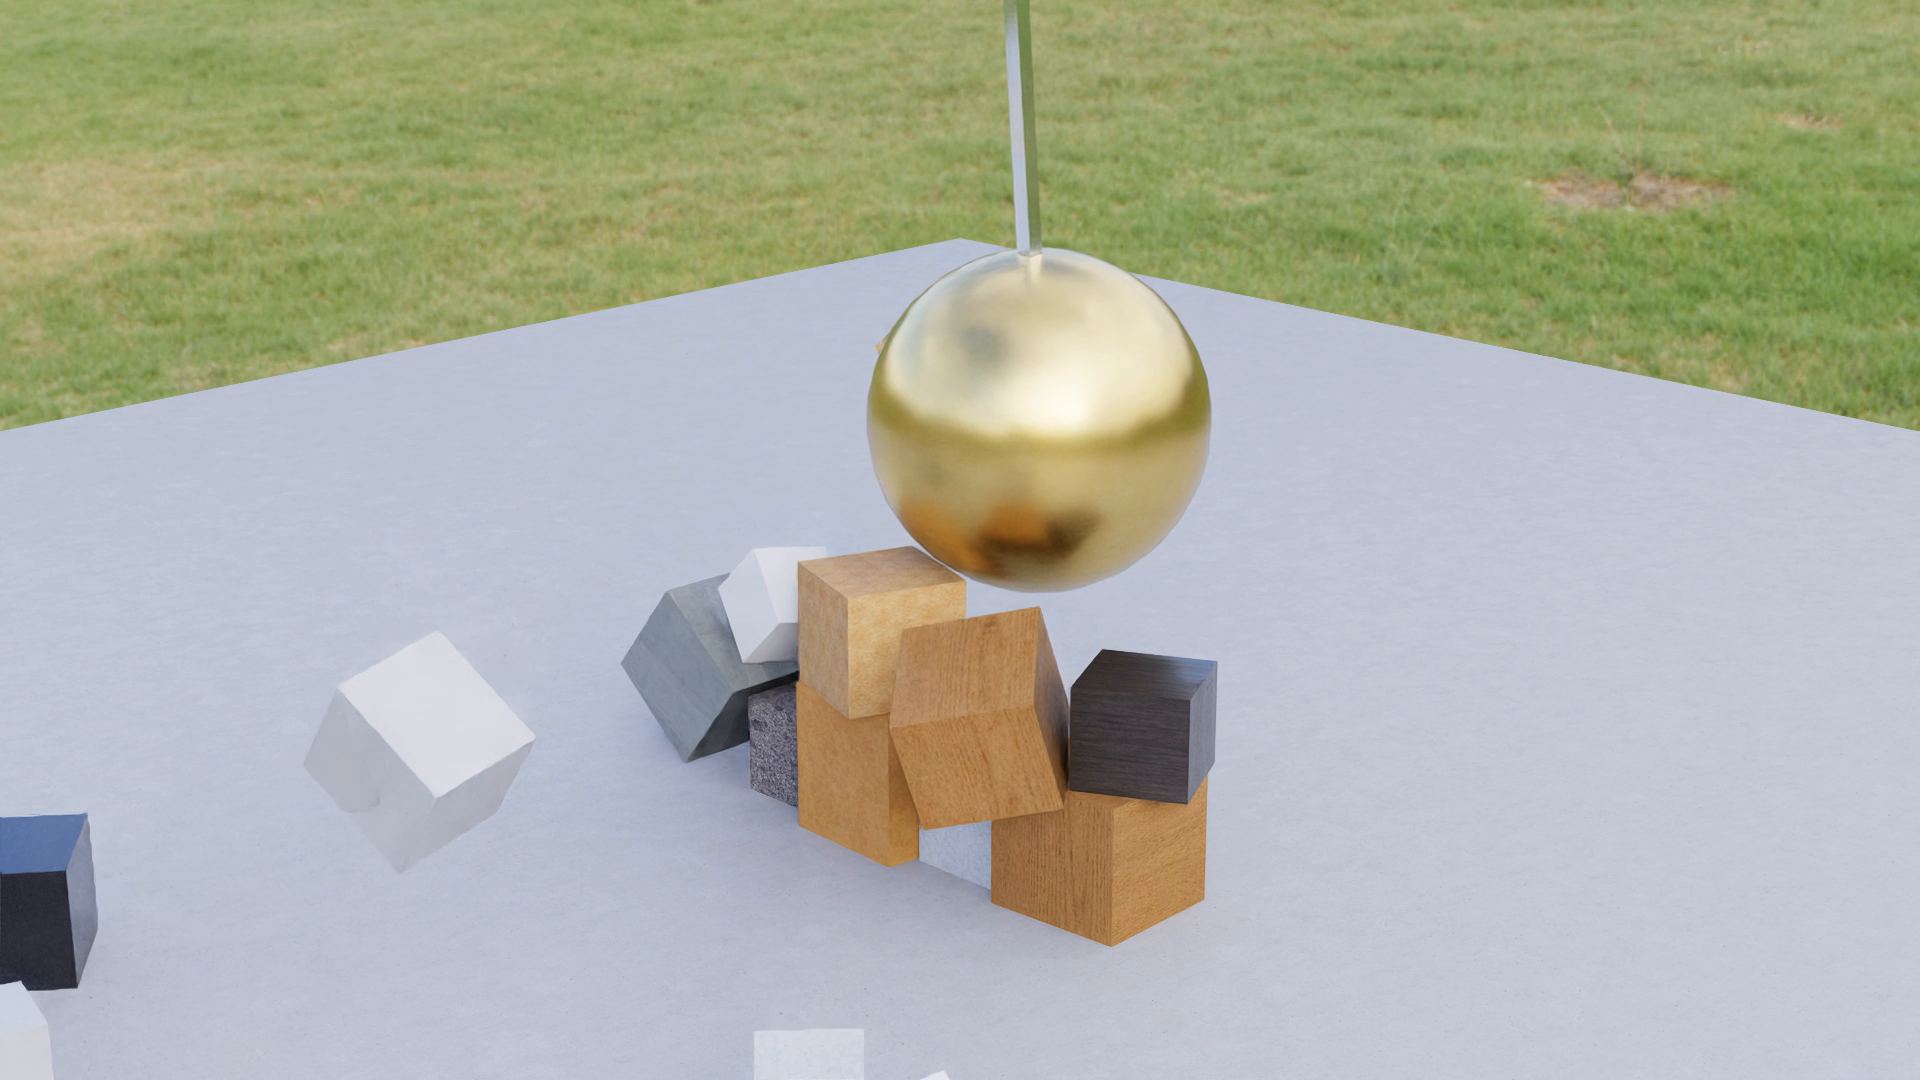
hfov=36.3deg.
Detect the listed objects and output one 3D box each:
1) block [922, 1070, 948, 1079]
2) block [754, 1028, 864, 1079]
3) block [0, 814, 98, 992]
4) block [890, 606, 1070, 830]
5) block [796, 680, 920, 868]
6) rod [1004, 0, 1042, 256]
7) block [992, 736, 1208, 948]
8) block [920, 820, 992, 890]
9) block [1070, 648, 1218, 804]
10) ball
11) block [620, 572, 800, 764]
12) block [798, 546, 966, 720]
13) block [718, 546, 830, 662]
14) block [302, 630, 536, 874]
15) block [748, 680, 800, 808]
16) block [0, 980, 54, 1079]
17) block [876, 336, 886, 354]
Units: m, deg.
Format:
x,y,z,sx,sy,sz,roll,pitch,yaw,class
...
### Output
x,y,z,sx,sy,sz,roll,pitch,yaw,class
-0.293,2.218,9.769,0.627,0.579,0.543,-14,-20,-40,block
-0.549,2.059,10.799,0.399,0.436,0.400,-1,-21,-2,block
-4.078,1.552,12.510,0.652,0.538,0.619,-2,18,-7,block
0.097,0.775,12.807,0.627,0.577,0.710,-10,33,11,block
-0.282,1.018,13.885,0.715,0.731,0.664,-15,23,-40,block
0.158,-3.723,12.337,0.080,5.200,0.080,17,29,42,rod
0.620,1.315,13.082,0.694,0.646,0.665,15,23,39,block
0.182,1.228,13.528,0.528,0.544,0.522,17,24,42,block
0.804,0.810,12.813,0.527,0.479,0.513,6,18,17,block
0.364,-0.553,13.550,1.600,1.600,1.600,0,17,0,ball
-1.184,0.614,14.753,0.633,0.627,0.636,-17,63,-42,block
-0.365,0.420,13.604,0.590,0.580,0.591,-8,19,-24,block
-0.850,0.311,14.191,0.416,0.379,0.415,-1,59,-37,block
-2.227,0.870,12.064,0.624,0.581,0.550,46,46,12,block
-0.681,0.997,14.361,0.480,0.487,0.513,-17,24,-42,block
-3.752,2.014,11.228,0.447,0.425,0.429,-10,20,-29,block
-0.200,-0.900,14.535,0.288,0.270,0.251,9,-38,-47,block
